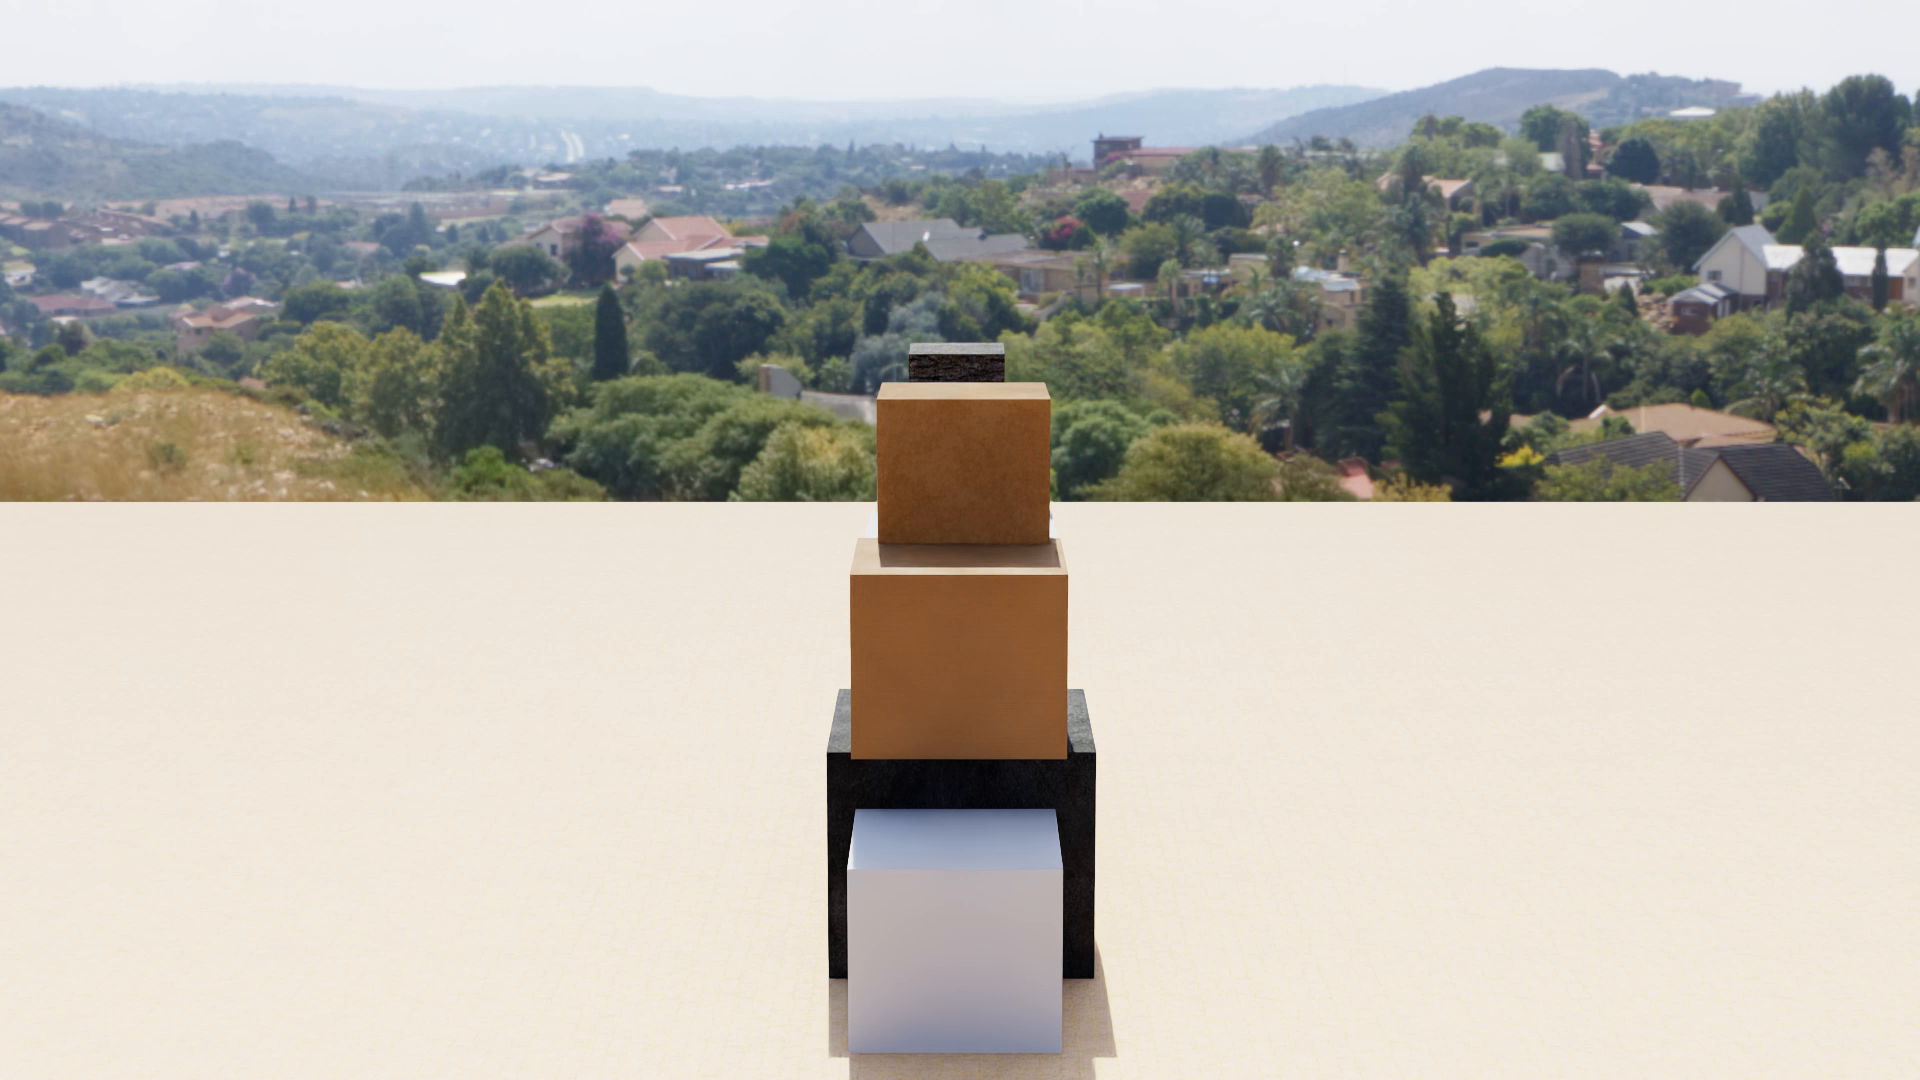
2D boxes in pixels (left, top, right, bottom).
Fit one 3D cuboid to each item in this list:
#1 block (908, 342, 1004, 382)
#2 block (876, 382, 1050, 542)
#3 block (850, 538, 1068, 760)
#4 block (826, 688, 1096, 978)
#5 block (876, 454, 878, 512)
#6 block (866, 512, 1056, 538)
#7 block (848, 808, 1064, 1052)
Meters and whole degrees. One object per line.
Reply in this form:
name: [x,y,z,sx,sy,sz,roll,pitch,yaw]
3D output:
block: [-0.014,-0.628,11.682,0.427,0.491,0.436,0,11,0]
block: [0.015,-0.330,10.636,0.693,0.579,0.694,0,9,0]
block: [-0.003,0.415,10.140,0.827,0.720,0.775,0,10,0]
block: [0.005,1.179,10.518,1.045,0.917,1.046,0,10,0]
block: [0.014,-0.080,12.231,0.792,0.801,0.858,0,12,0]
block: [0.004,0.306,11.477,0.832,0.751,0.757,0,10,0]
block: [-0.017,1.453,9.636,0.774,0.694,0.768,0,10,0]
